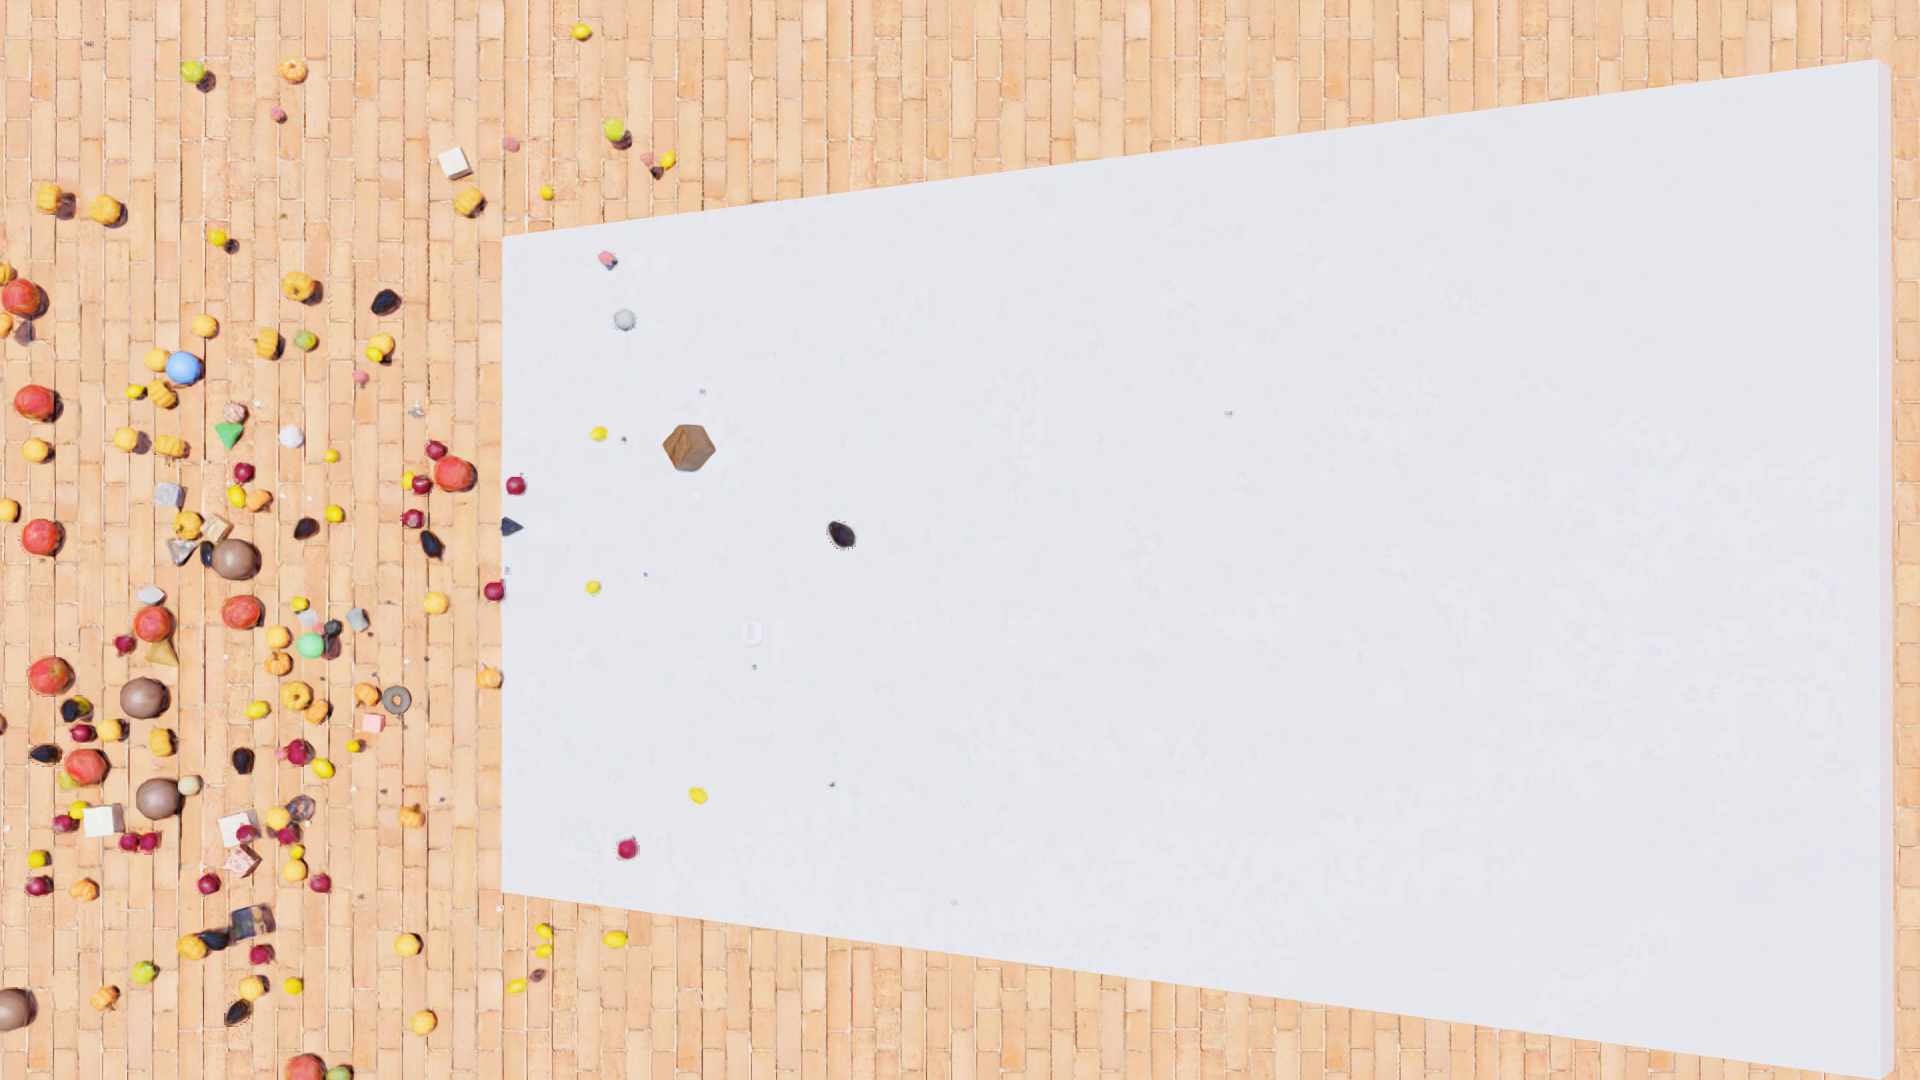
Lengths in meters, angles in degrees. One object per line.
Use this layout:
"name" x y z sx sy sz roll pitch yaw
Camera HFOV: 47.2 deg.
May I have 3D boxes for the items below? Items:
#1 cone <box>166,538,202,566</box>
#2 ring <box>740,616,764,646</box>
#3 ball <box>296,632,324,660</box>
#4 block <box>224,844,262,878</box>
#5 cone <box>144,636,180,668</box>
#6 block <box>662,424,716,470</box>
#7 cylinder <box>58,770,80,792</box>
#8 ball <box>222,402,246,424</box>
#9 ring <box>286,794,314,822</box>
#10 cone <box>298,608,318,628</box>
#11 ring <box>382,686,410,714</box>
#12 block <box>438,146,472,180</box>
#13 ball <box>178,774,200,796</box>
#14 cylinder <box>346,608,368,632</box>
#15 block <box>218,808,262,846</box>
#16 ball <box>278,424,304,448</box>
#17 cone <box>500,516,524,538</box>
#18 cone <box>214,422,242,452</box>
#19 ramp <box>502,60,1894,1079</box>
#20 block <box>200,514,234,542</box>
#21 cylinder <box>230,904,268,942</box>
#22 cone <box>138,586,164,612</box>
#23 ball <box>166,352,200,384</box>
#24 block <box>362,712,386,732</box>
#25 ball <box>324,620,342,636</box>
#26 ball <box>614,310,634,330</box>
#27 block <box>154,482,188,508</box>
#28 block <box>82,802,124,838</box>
"cone" -2.382 0.024 6.772 0.092 0.092 0.092 -21 90 -27
"ring" -0.574 0.253 6.075 0.084 0.028 0.084 0 90 38
"ball" -1.953 0.318 6.616 0.082 0.082 0.082 0 90 0
"block" -2.201 0.985 6.750 0.071 0.071 0.071 41 90 0
"cone" -2.438 0.363 6.767 0.099 0.099 0.099 -46 116 0
"block" -0.761 -0.260 6.179 0.091 0.091 0.091 -45 65 28
"cylinder" -2.740 0.739 6.759 0.054 0.054 0.054 -17 86 0
"ball" -2.231 -0.390 6.757 0.070 0.070 0.070 0 90 0
"ring" -2.029 0.825 6.759 0.088 0.029 0.088 -8 63 15
"cone" -2.014 0.240 6.761 0.059 0.059 0.059 0 90 0
"ring" -1.737 0.492 6.774 0.089 0.030 0.089 0 90 3
"block" -1.552 -1.158 6.765 0.071 0.071 0.071 -22 90 0
"ball" -2.367 0.753 6.753 0.068 0.068 0.068 0 90 0
"cylinder" -1.849 0.244 6.743 0.051 0.051 0.051 -15 123 0
"block" -2.206 0.883 6.742 0.088 0.088 0.088 -15 90 0
"ball" -2.057 -0.318 6.758 0.072 0.072 0.072 0 90 0
"cone" -1.347 -0.039 6.656 0.065 0.065 0.065 0 90 14
"cone" -2.253 -0.309 6.775 0.085 0.085 0.085 8 116 0
"ramp" 0.232 0.065 5.550 4.000 0.100 2.000 0 89 37
"block" -2.284 -0.038 6.761 0.062 0.062 0.062 37 90 0
"cylinder" -2.165 1.167 6.690 0.091 0.091 0.091 -19 80 0
"cone" -2.491 0.197 6.769 0.074 0.074 0.074 15 125 0
"ball" -2.384 -0.529 6.746 0.100 0.100 0.100 0 90 0
"block" -1.803 0.562 6.762 0.052 0.052 0.052 7 90 0
"ball" -1.928 0.270 6.764 0.052 0.052 0.052 0 90 0
"ball" -0.970 -0.638 6.358 0.060 0.060 0.060 0 90 0
"block" -2.427 -0.140 6.760 0.066 0.066 0.066 13 90 0
"block" -2.626 0.858 6.743 0.086 0.086 0.086 -7 90 0
